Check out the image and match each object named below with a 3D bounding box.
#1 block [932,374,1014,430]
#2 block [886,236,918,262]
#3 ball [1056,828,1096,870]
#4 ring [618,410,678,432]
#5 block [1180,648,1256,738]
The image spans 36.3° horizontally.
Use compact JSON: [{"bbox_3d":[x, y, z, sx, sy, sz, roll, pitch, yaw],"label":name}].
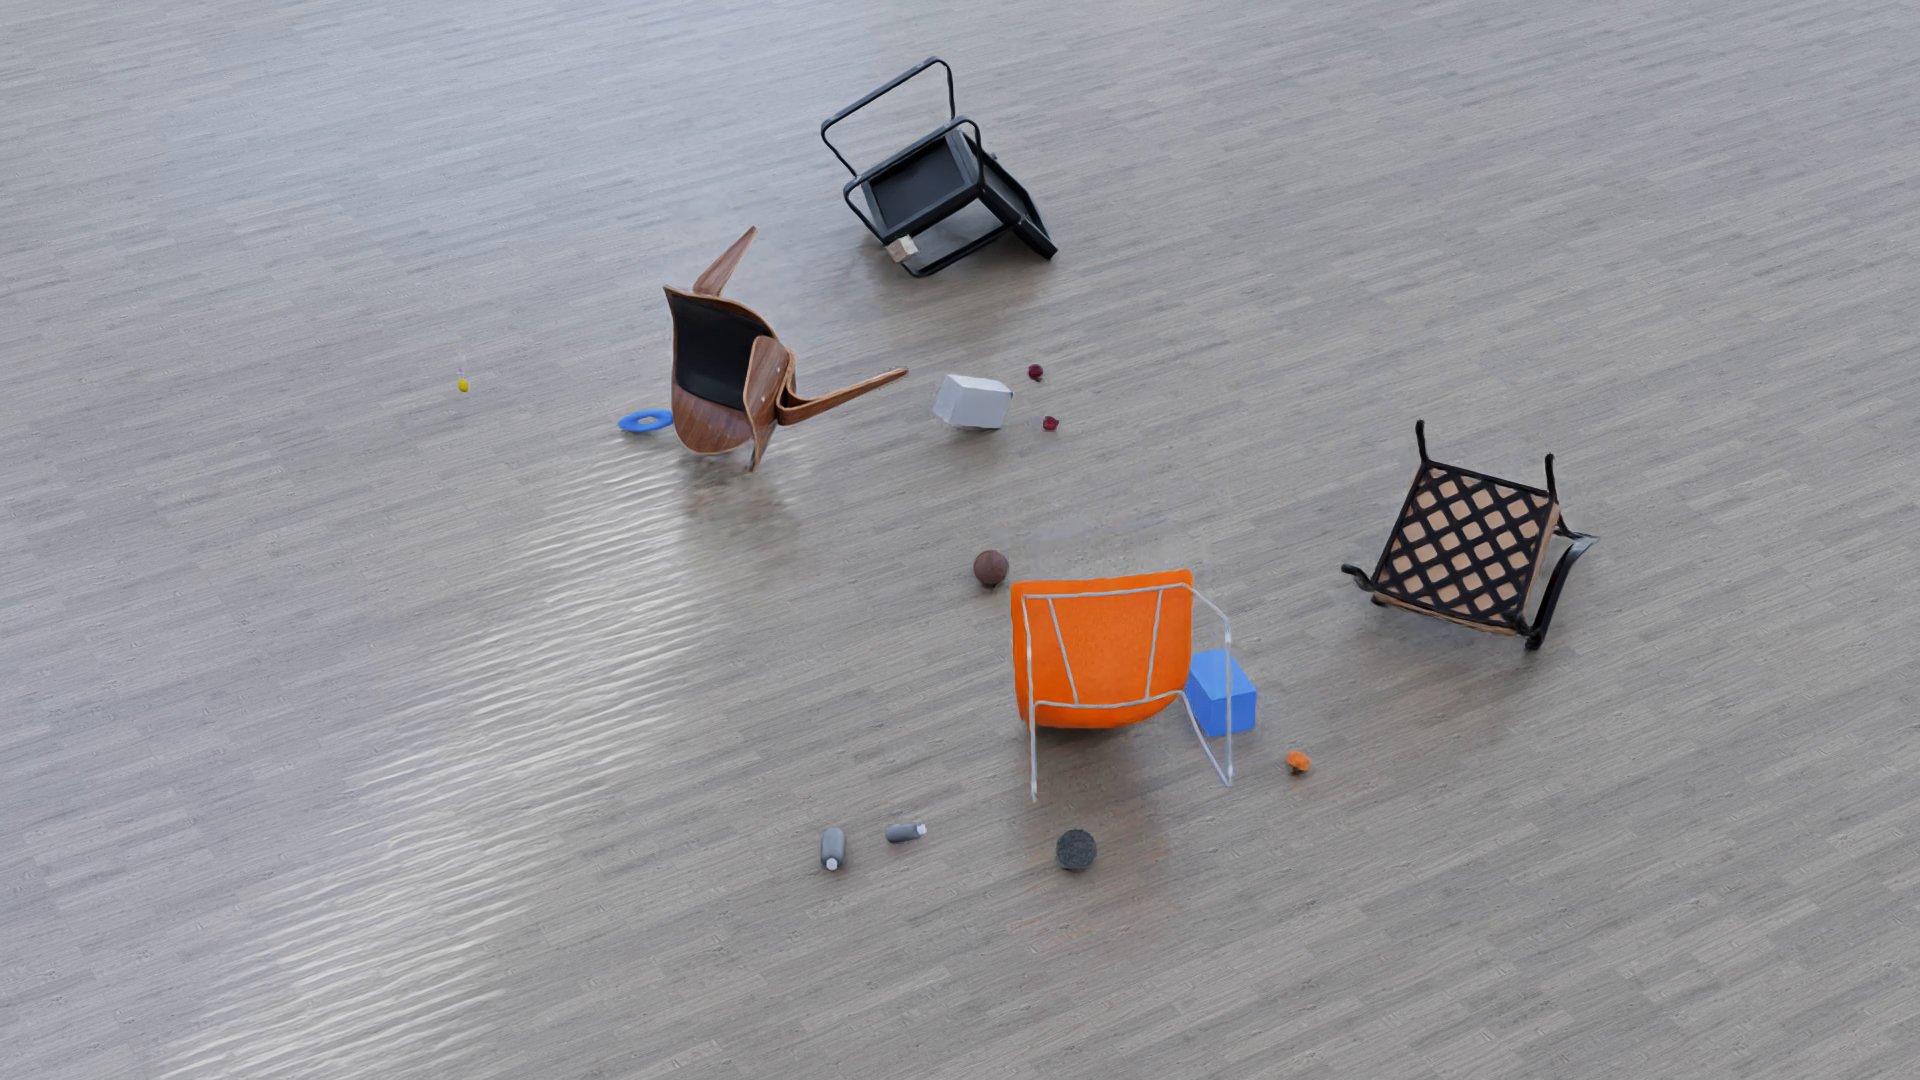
[{"bbox_3d":[0.053,-0.544,11.540,0.265,0.161,0.114,5,25,-39],"label":"block"},{"bbox_3d":[-0.229,-1.156,11.646,0.066,0.075,0.095,-30,1,28],"label":"block"},{"bbox_3d":[0.370,0.985,9.330,0.131,0.131,0.131,0,33,0],"label":"ball"},{"bbox_3d":[-1.234,-0.471,11.571,0.242,0.086,0.039,-7,15,8],"label":"ring"},{"bbox_3d":[0.880,0.520,10.011,0.166,0.158,0.265,-11,35,-16],"label":"block"}]
